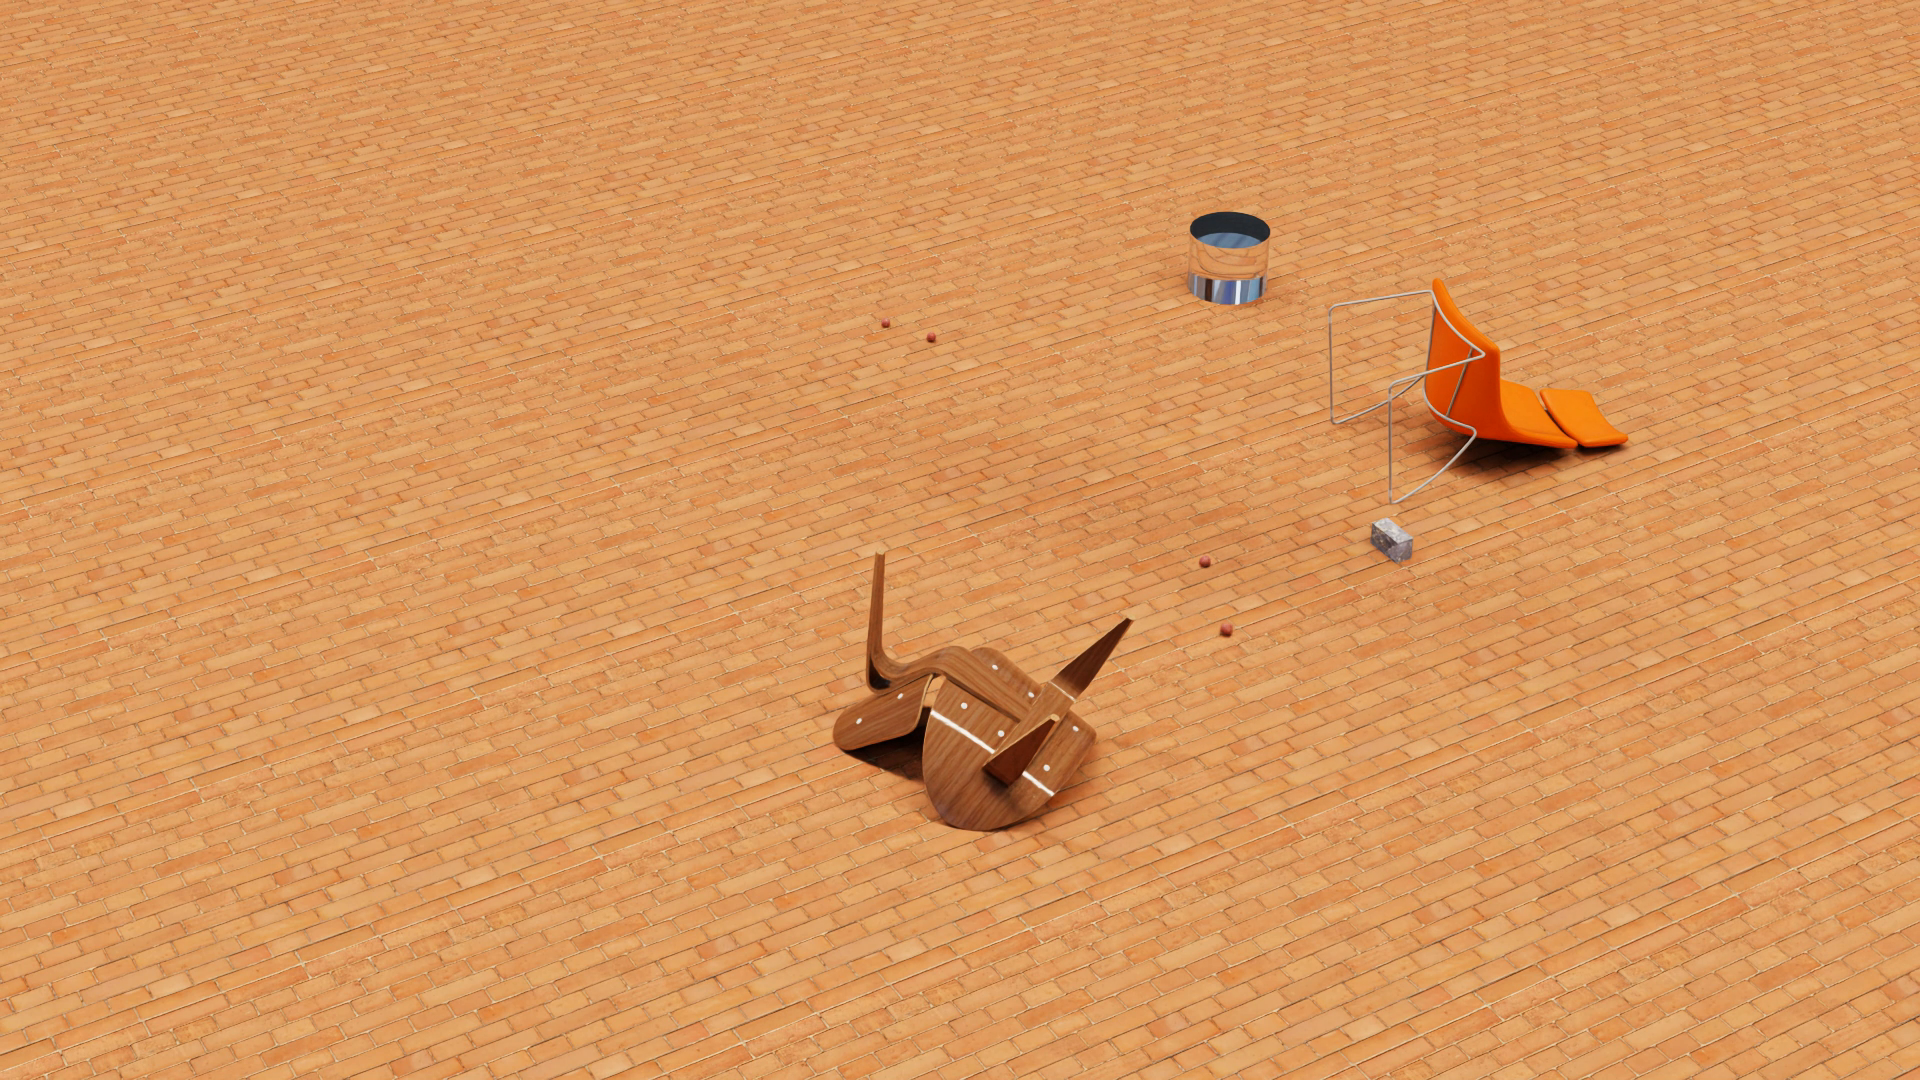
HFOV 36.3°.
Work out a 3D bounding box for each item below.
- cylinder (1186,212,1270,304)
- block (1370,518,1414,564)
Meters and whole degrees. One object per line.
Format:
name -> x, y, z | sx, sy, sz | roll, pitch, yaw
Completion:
cylinder -> 1.147, -1.206, 12.532 | 0.343, 0.267, 0.343 | -29, 43, -36
block -> 1.599, 0.002, 10.859 | 0.071, 0.090, 0.159 | -17, 37, -24
